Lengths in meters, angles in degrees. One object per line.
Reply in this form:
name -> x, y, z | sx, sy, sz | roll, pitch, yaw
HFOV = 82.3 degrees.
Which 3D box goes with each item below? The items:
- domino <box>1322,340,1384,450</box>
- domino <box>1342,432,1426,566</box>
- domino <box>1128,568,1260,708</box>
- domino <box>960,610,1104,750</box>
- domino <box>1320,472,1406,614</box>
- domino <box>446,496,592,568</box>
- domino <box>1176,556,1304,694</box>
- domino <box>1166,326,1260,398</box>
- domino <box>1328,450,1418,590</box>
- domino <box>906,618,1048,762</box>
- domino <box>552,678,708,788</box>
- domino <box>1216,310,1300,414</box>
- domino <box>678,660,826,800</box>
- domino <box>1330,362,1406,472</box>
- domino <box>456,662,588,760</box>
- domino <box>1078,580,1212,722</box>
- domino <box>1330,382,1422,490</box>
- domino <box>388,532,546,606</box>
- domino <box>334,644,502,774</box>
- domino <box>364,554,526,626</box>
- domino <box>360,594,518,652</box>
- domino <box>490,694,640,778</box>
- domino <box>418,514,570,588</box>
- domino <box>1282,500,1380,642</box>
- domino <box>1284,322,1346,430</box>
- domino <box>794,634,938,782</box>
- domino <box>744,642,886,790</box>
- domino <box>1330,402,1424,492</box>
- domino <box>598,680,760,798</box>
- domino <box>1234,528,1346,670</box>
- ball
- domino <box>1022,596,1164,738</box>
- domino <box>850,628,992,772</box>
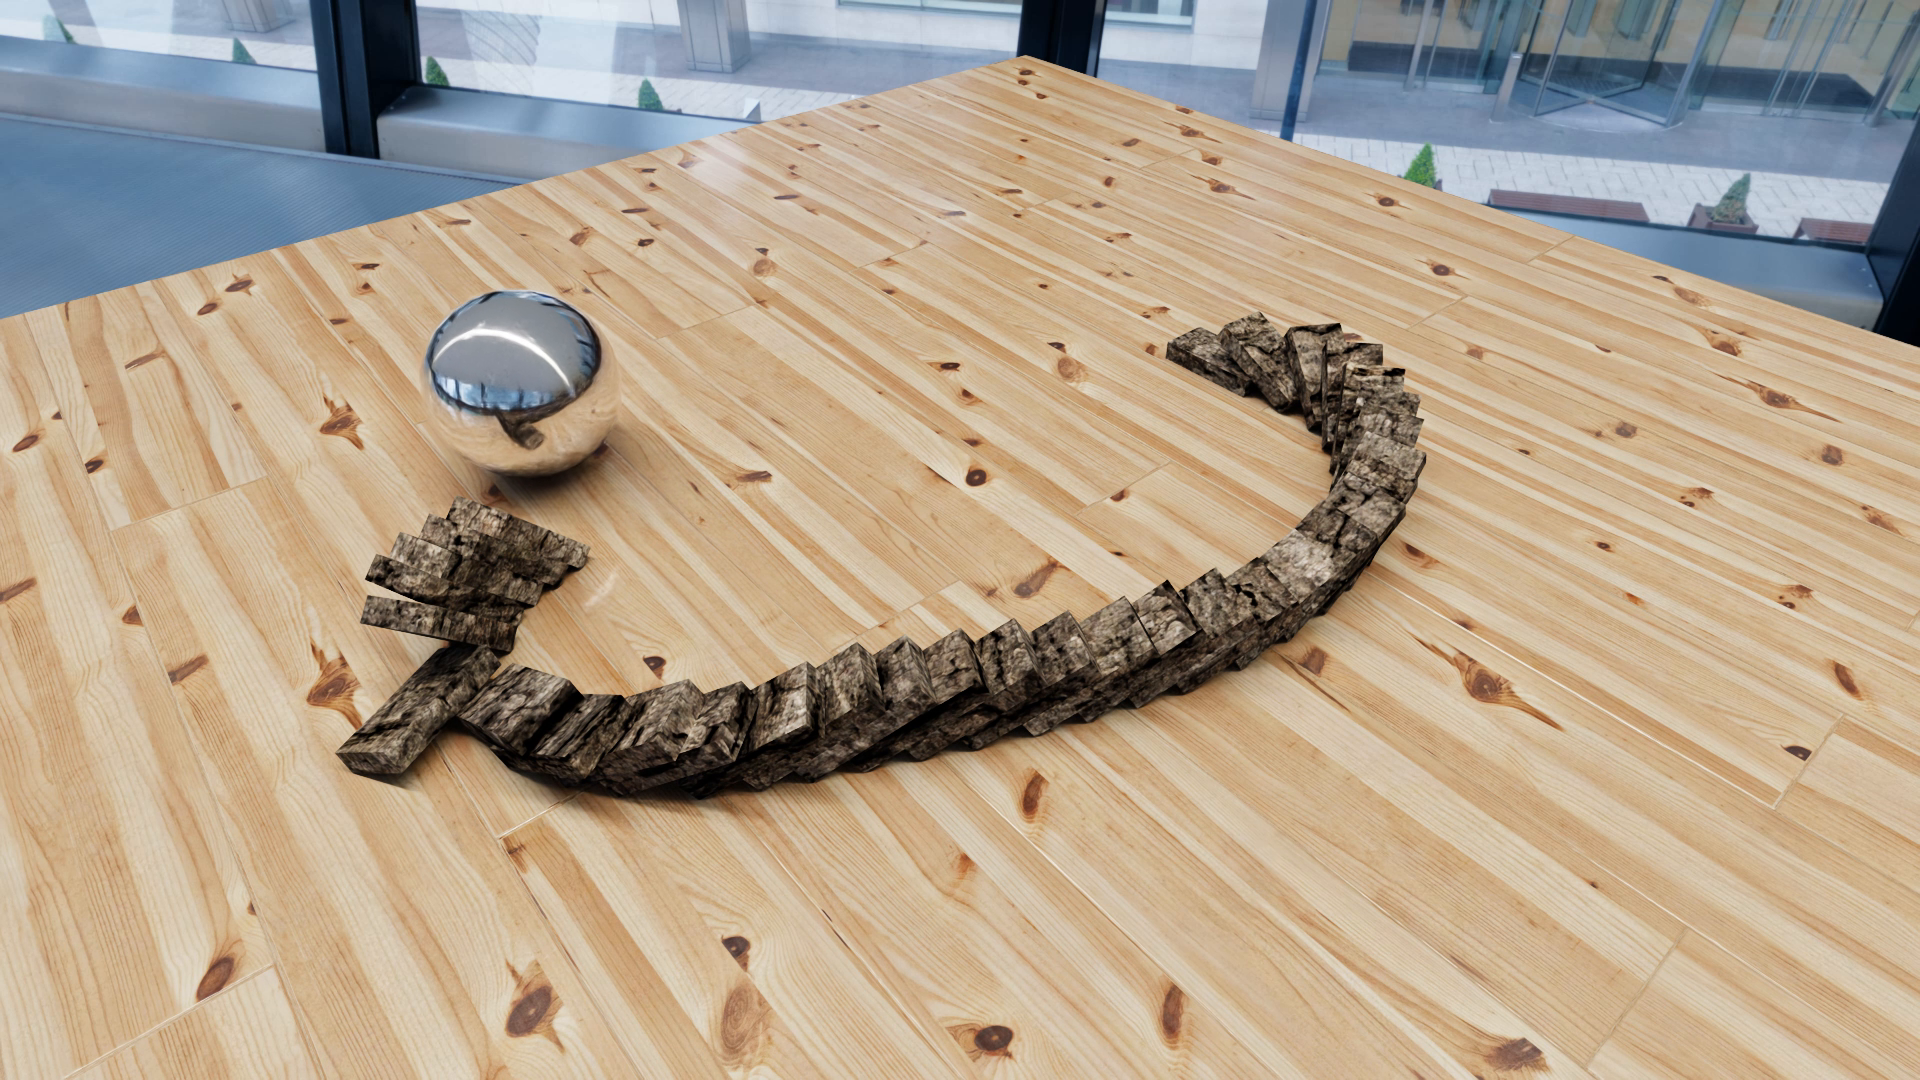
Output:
domino -> 0.179, -0.066, 0.503 | 0.025, 0.010, 0.050 | 4, 73, 4
domino -> 0.165, -0.017, 0.445 | 0.025, 0.010, 0.050 | 27, 78, 29
domino -> 0.075, 0.034, 0.382 | 0.050, 0.010, 0.025 | -35, 44, 7
domino -> 0.020, 0.047, 0.367 | 0.050, 0.009, 0.025 | -31, 40, 10
domino -> 0.145, 0.001, 0.422 | 0.025, 0.010, 0.050 | 38, 83, 32
domino -> -0.167, -0.002, 0.419 | 0.025, 0.050, 0.010 | 18, 82, 20
domino -> 0.092, 0.030, 0.389 | 0.050, 0.009, 0.025 | -34, 44, 3
domino -> 0.131, -0.090, 0.553 | 0.025, 0.009, 0.050 | -28, 47, -30
domino -> 0.155, -0.008, 0.433 | 0.025, 0.010, 0.050 | 31, 80, 30
domino -> 0.002, 0.049, 0.364 | 0.050, 0.009, 0.025 | -32, 40, 10
domino -> -0.105, 0.061, 0.348 | 0.050, 0.010, 0.025 | -18, 33, 30
domino -> 0.150, -0.087, 0.534 | 0.025, 0.009, 0.050 | -25, 70, -28
domino -> -0.066, 0.060, 0.348 | 0.050, 0.009, 0.025 | -28, 40, 18
domino -> 0.181, -0.053, 0.488 | 0.025, 0.010, 0.050 | 10, 74, 11
domino -> -0.143, 0.054, 0.356 | 0.050, 0.010, 0.025 | 2, 41, 49
domino -> 0.058, 0.038, 0.377 | 0.050, 0.010, 0.025 | -35, 44, 7
domino -> 0.179, -0.041, 0.473 | 0.025, 0.009, 0.050 | 17, 75, 17
domino -> -0.179, 0.011, 0.402 | 0.025, 0.050, 0.010 | 17, 82, 20
domino -> -0.180, 0.056, 0.368 | 0.025, 0.009, 0.050 | -7, 34, 28
domino -> -0.182, 0.019, 0.393 | 0.025, 0.050, 0.009 | 17, 82, 20
domino -> -0.178, 0.029, 0.380 | 0.025, 0.050, 0.009 | 8, 79, 9
domino -> -0.126, 0.061, 0.348 | 0.050, 0.010, 0.025 | -6, 36, 43
domino -> -0.173, 0.004, 0.410 | 0.025, 0.050, 0.010 | 18, 82, 20
domino -> 0.129, 0.011, 0.410 | 0.050, 0.010, 0.025 | -46, 52, -4
domino -> 0.172, -0.077, 0.519 | 0.025, 0.009, 0.050 | -6, 70, -7
domino -> -0.033, 0.055, 0.356 | 0.050, 0.010, 0.025 | -34, 40, 12
domino -> -0.049, 0.057, 0.353 | 0.050, 0.009, 0.025 | -33, 40, 13
domino -> 0.173, -0.031, 0.460 | 0.025, 0.009, 0.050 | 20, 76, 19
domino -> -0.089, 0.063, 0.347 | 0.050, 0.010, 0.025 | -21, 32, 26
domino -> 0.112, 0.021, 0.399 | 0.050, 0.010, 0.025 | -40, 47, -1
ball -> -0.186, -0.066, 0.469 | 0.080, 0.080, 0.080 | 0, 39, 0
domino -> 0.041, 0.043, 0.372 | 0.050, 0.009, 0.025 | -32, 43, 9
domino -> -0.015, 0.052, 0.360 | 0.050, 0.009, 0.025 | -32, 40, 10
